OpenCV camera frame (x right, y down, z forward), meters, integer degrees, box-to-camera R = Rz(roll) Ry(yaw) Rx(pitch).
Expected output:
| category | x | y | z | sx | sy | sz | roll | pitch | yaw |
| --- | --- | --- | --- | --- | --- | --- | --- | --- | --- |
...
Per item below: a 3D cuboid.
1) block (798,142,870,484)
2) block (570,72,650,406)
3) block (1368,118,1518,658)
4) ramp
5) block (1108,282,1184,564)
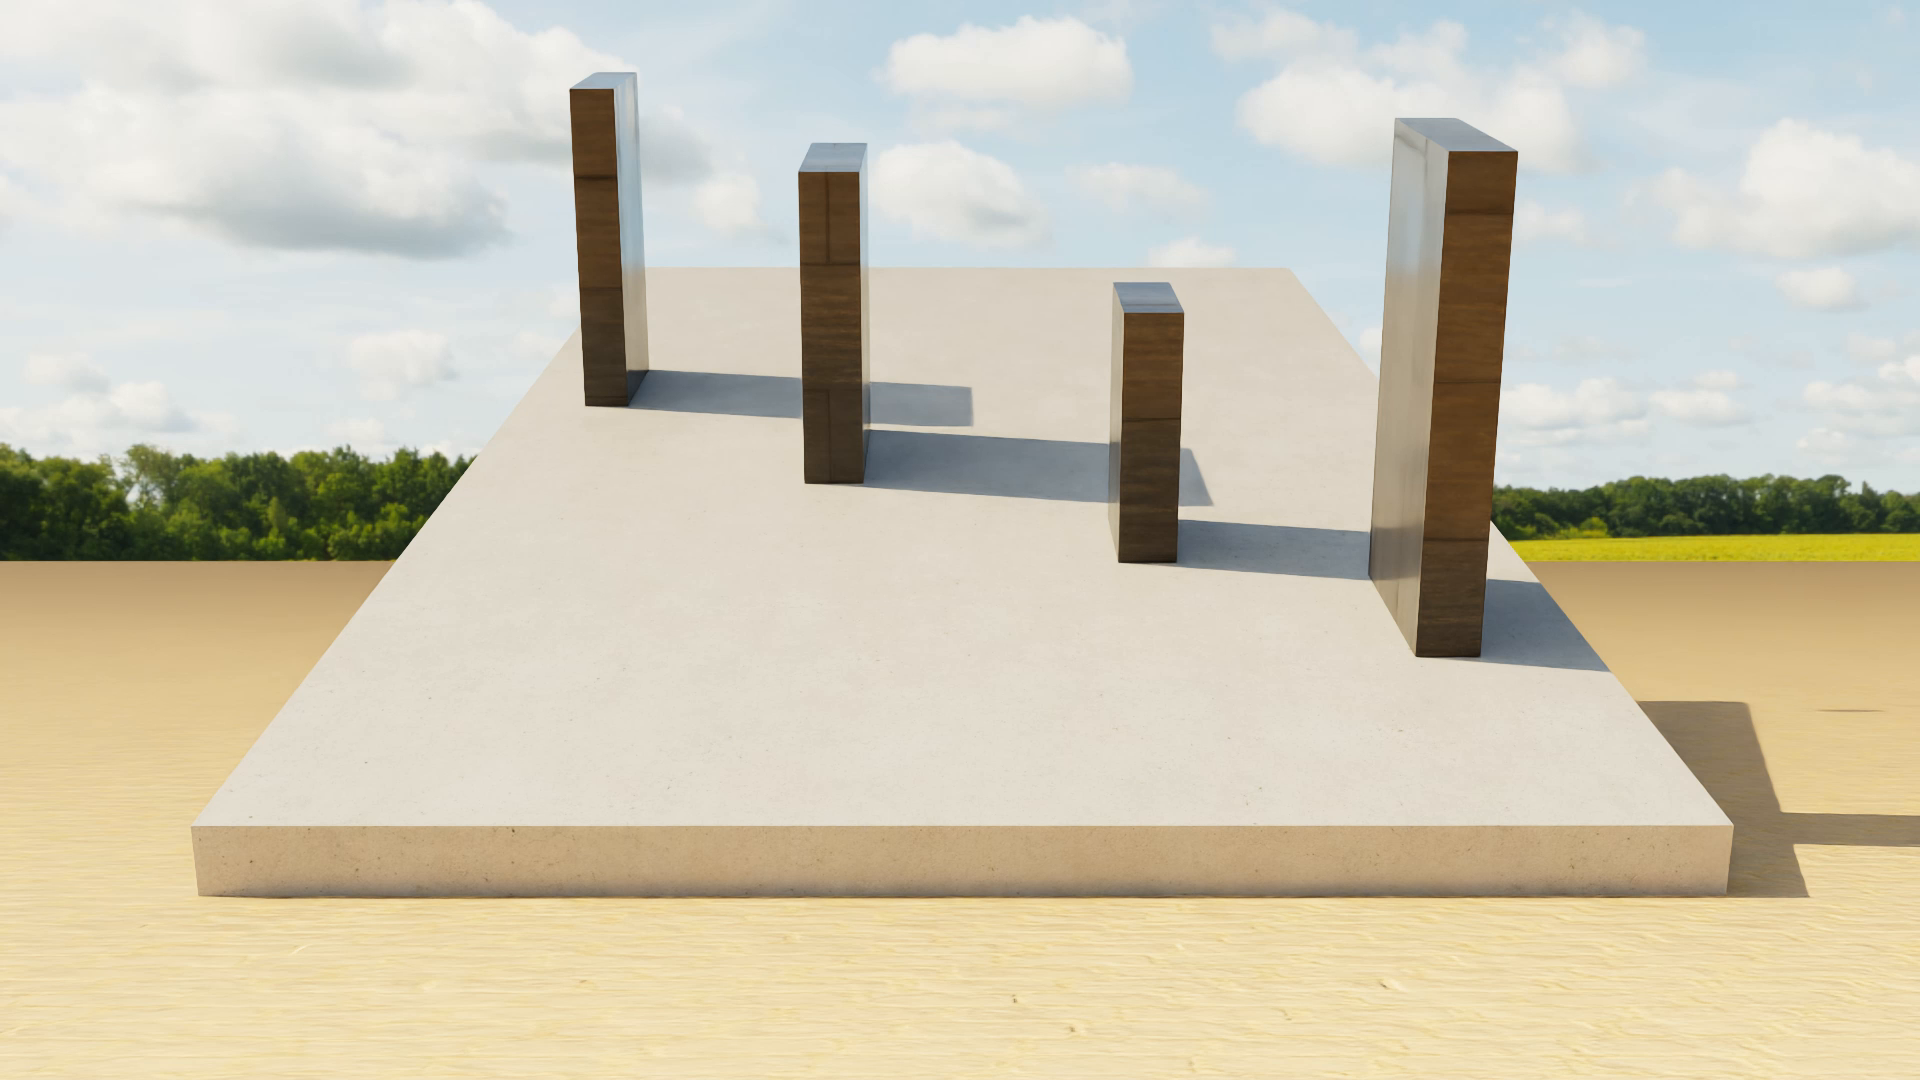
| category | x | y | z | sx | sy | sz | roll | pitch | yaw |
| --- | --- | --- | --- | --- | --- | --- | --- | --- | --- |
| block | -0.251 | -0.471 | 4.544 | 0.117 | 0.618 | 0.433 | 0 | 17 | 0 |
| block | -0.800 | -0.696 | 5.110 | 0.097 | 0.708 | 0.374 | 0 | 17 | 0 |
| block | 0.764 | -0.254 | 3.568 | 0.102 | 0.787 | 0.416 | 0 | 17 | 0 |
| ramp | -0.003 | -0.178 | 4.810 | 2.000 | 0.100 | 4.000 | 0 | 17 | 0 |
| block | 0.332 | -0.215 | 4.008 | 0.104 | 0.450 | 0.277 | 0 | 17 | 0 |
